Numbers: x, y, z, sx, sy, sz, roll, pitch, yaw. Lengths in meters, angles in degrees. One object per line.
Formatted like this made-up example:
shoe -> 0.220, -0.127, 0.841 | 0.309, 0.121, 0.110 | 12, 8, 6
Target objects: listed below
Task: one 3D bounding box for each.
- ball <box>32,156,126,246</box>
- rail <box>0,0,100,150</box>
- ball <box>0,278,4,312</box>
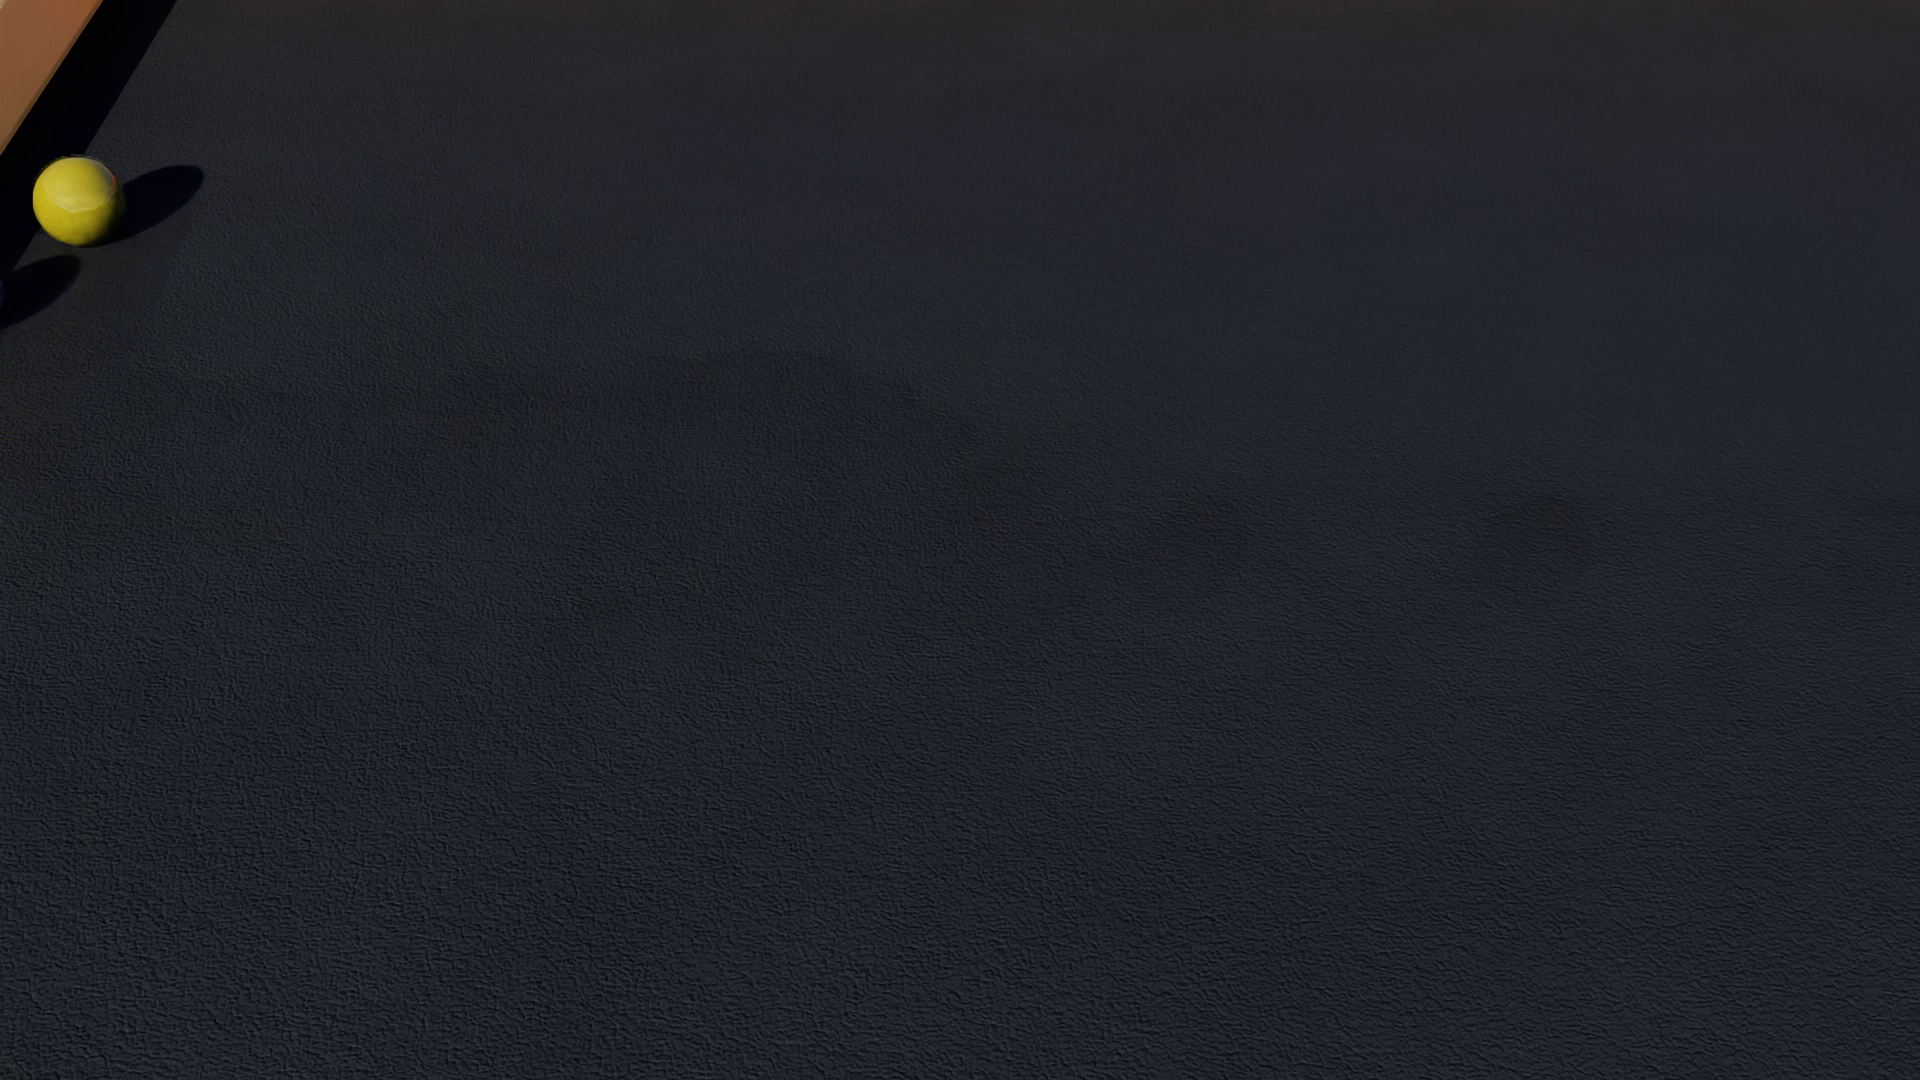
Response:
ball -> -0.713, -0.274, 2.078 | 0.072, 0.072, 0.072 | 0, 36, 0
rail -> -0.819, -0.015, 1.699 | 0.045, 0.094, 2.023 | 0, 36, 0
ball -> -0.766, -0.188, 1.966 | 0.064, 0.064, 0.064 | 0, 36, 0
